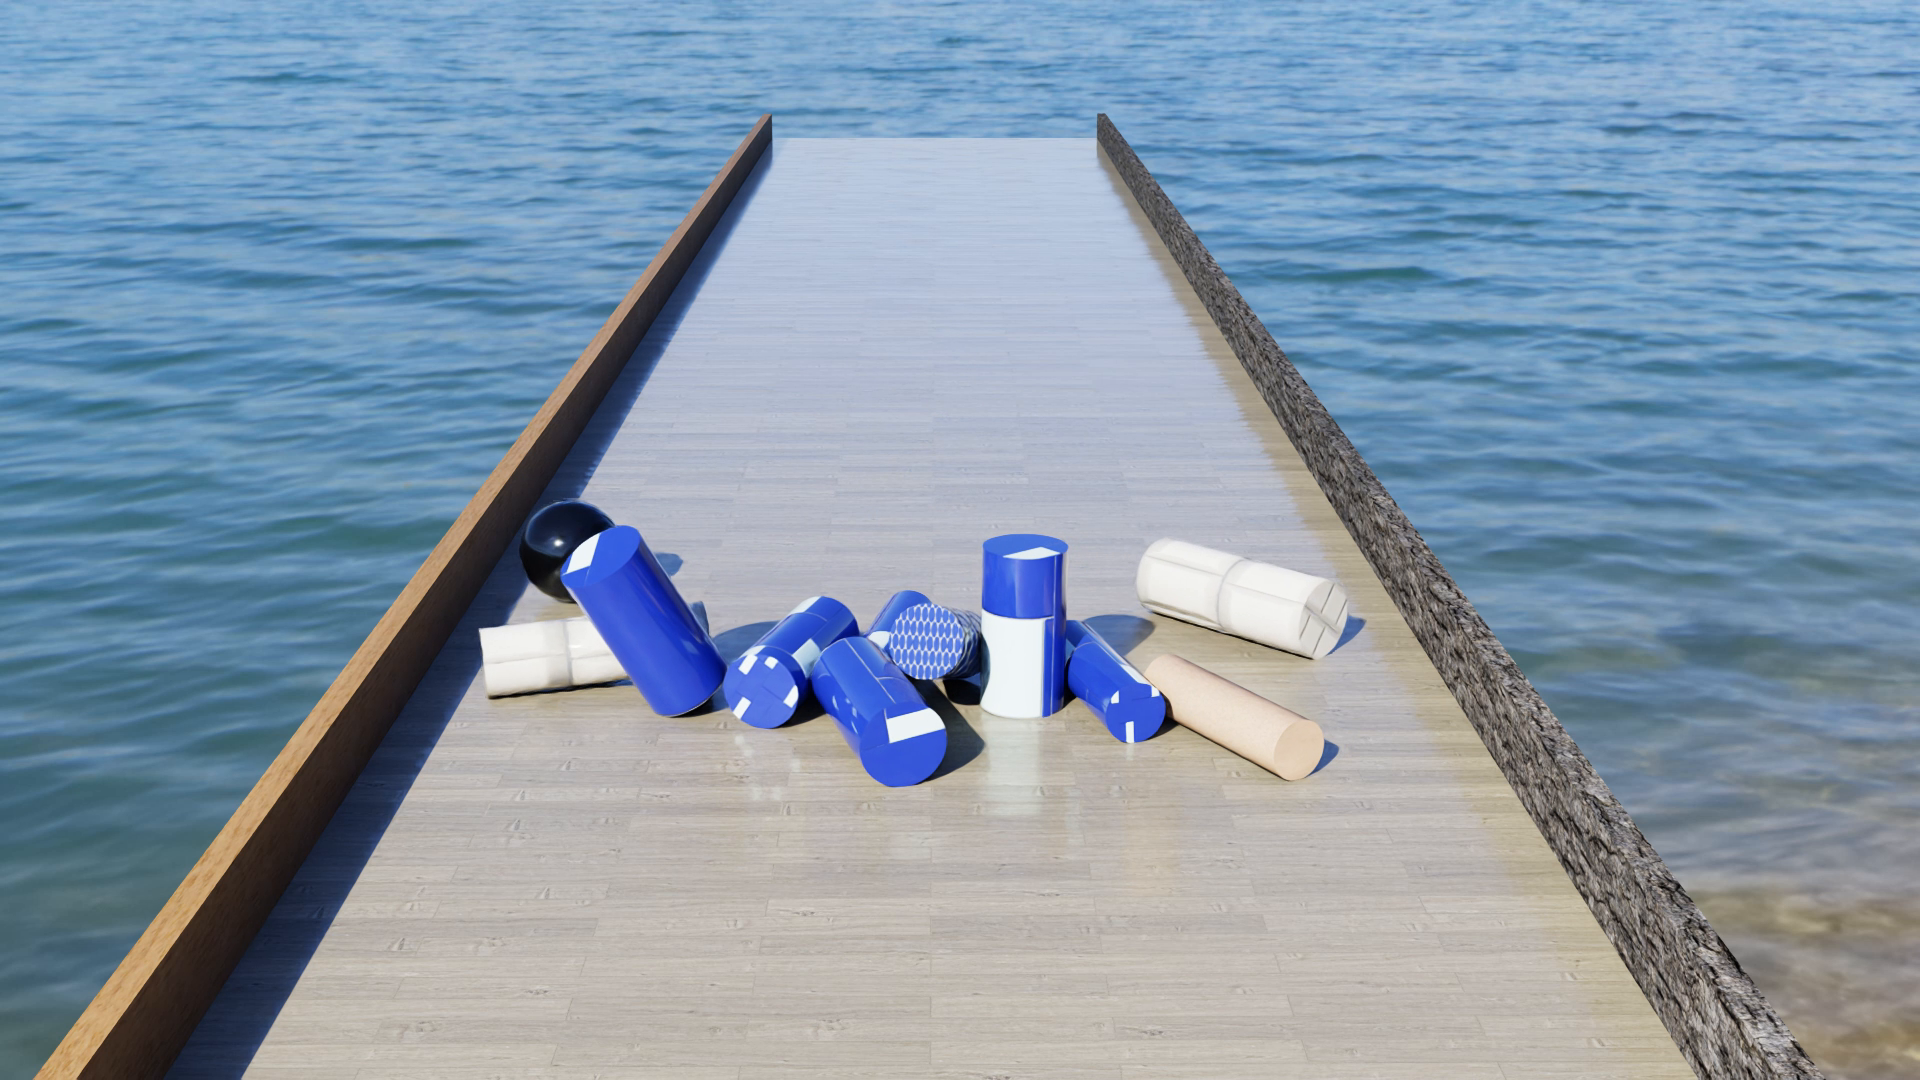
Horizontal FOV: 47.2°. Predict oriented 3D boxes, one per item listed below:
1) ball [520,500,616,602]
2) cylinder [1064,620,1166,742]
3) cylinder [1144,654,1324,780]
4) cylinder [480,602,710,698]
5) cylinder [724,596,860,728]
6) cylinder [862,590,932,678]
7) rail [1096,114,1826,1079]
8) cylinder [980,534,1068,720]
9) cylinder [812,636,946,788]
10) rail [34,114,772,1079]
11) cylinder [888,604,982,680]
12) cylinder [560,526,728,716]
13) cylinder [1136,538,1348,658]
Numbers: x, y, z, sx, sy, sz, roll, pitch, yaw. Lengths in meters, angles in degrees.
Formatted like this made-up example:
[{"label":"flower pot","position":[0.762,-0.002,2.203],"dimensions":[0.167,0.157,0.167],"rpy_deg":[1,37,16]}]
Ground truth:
[{"label":"ball","position":[-0.841,0.023,4.761],"dimensions":[0.221,0.221,0.221],"rpy_deg":[0,17,0]},{"label":"cylinder","position":[0.266,0.262,4.145],"dimensions":[0.115,0.115,0.370],"rpy_deg":[-5,17,-15]},{"label":"cylinder","position":[0.486,0.316,3.970],"dimensions":[0.111,0.111,0.395],"rpy_deg":[-10,19,-29]},{"label":"cylinder","position":[-0.704,0.211,4.252],"dimensions":[0.428,0.132,0.132],"rpy_deg":[-7,18,-13]},{"label":"cylinder","position":[-0.318,0.229,4.200],"dimensions":[0.145,0.145,0.354],"rpy_deg":[5,17,15]},{"label":"cylinder","position":[-0.134,0.208,4.324],"dimensions":[0.116,0.116,0.360],"rpy_deg":[3,17,10]},{"label":"rail","position":[0.932,-0.844,7.801],"dimensions":[0.050,0.150,12.000],"rpy_deg":[0,17,-1]},{"label":"cylinder","position":[0.120,0.161,4.132],"dimensions":[0.160,0.313,0.160],"rpy_deg":[1,17,0]},{"label":"cylinder","position":[-0.149,0.303,3.935],"dimensions":[0.156,0.156,0.356],"rpy_deg":[-5,17,-16]},{"label":"rail","position":[-1.118,-0.838,7.780],"dimensions":[0.050,0.150,12.000],"rpy_deg":[0,17,-1]},{"label":"cylinder","position":[-0.031,0.193,4.148],"dimensions":[0.138,0.138,0.340],"rpy_deg":[3,-3,10]},{"label":"cylinder","position":[-0.582,0.152,4.068],"dimensions":[0.166,0.332,0.166],"rpy_deg":[-21,33,14]},{"label":"cylinder","position":[0.578,0.117,4.551],"dimensions":[0.162,0.162,0.425],"rpy_deg":[-16,23,-42]}]
